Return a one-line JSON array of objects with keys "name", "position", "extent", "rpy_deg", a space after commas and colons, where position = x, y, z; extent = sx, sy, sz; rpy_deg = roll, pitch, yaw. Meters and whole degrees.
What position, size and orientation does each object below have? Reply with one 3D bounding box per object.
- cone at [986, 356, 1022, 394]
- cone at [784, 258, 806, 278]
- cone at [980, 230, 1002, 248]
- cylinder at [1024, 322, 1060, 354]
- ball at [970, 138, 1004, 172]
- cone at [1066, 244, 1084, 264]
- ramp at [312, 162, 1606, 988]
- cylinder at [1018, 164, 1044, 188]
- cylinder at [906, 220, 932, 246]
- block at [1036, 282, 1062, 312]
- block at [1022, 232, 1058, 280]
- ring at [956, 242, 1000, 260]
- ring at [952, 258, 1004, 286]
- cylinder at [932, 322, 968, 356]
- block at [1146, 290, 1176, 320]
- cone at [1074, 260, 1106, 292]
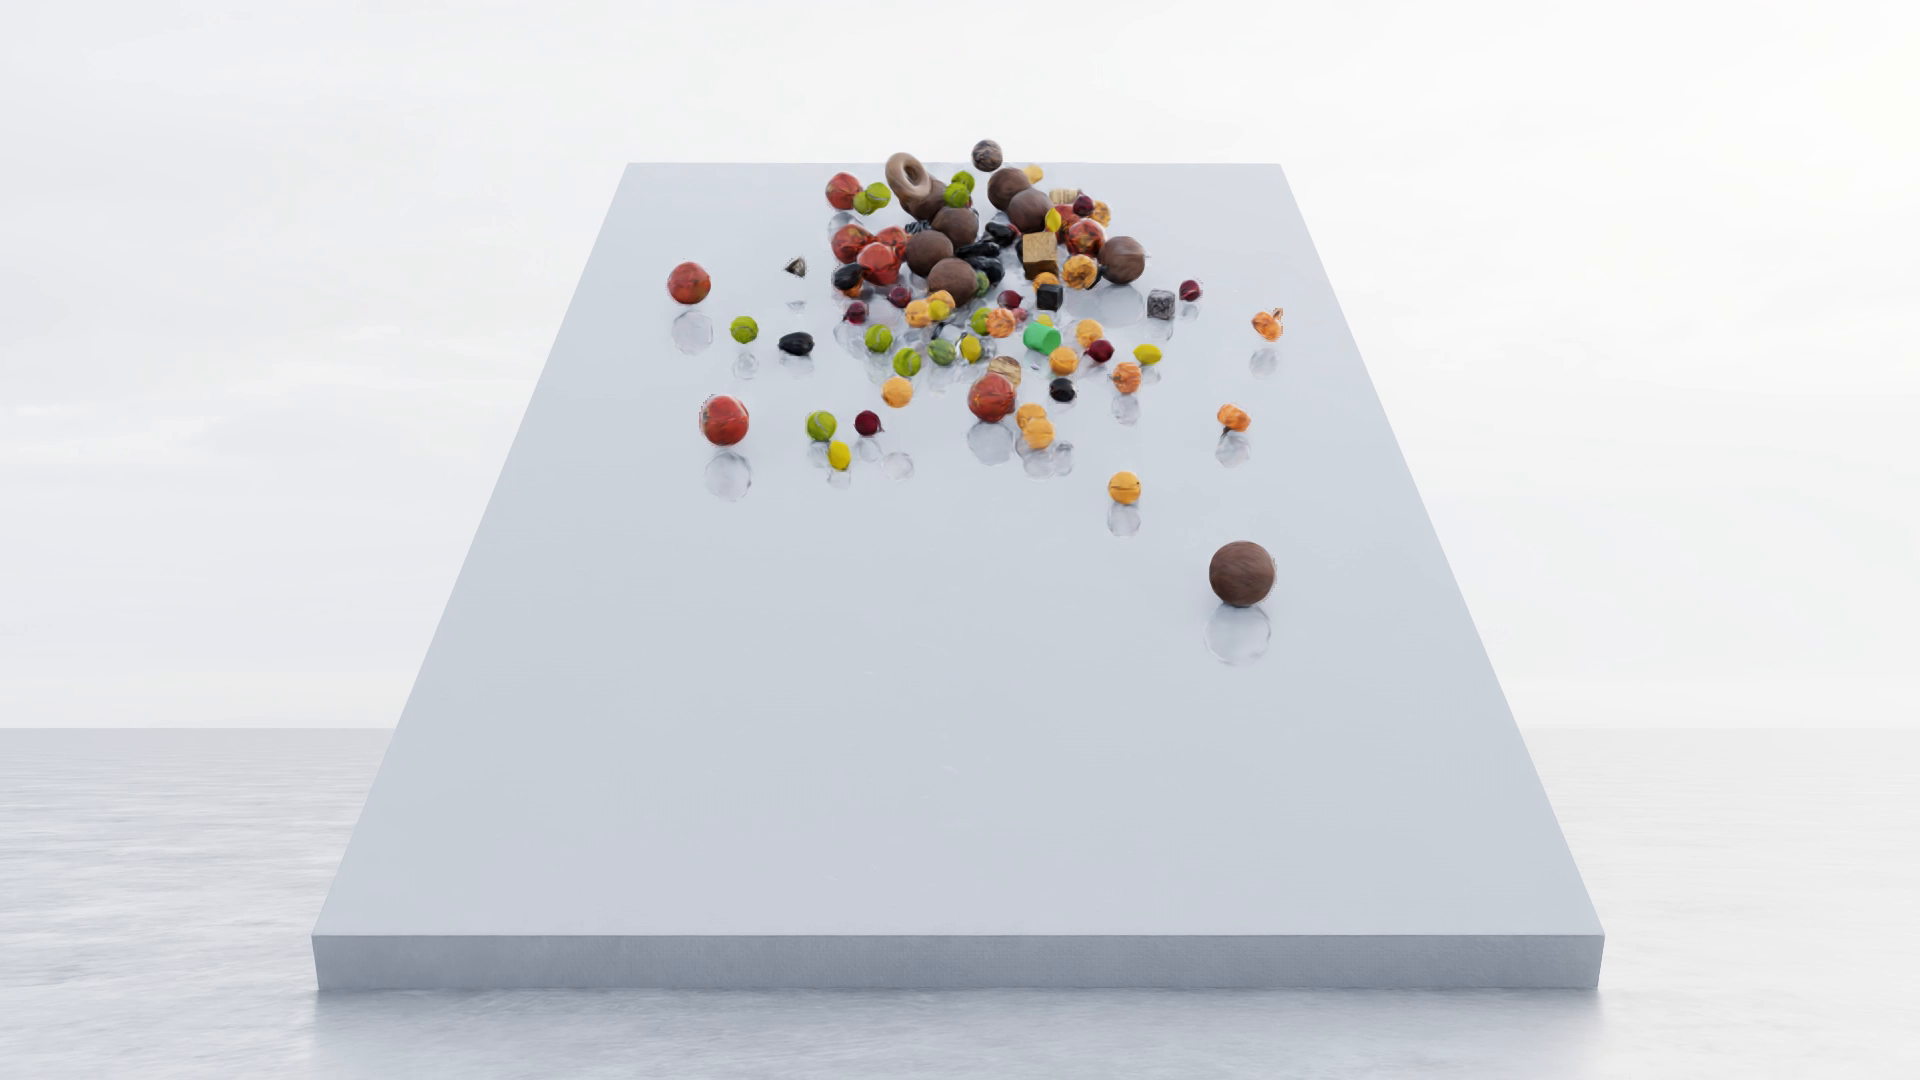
[{"name": "cone", "position": [0.091, -0.391, 5.631], "extent": [0.090, 0.090, 0.090], "rpy_deg": [1, -1, -17]}, {"name": "cone", "position": [-0.442, -0.716, 6.216], "extent": [0.054, 0.054, 0.054], "rpy_deg": [-5, -6, 24]}, {"name": "cone", "position": [0.073, -0.822, 6.445], "extent": [0.070, 0.070, 0.070], "rpy_deg": [-6, -37, -5]}, {"name": "cylinder", "position": [0.202, -0.497, 5.820], "extent": [0.066, 0.066, 0.066], "rpy_deg": [25, 13, 40]}, {"name": "ball", "position": [0.077, -1.089, 6.683], "extent": [0.094, 0.094, 0.094], "rpy_deg": [0, -4, 0]}, {"name": "cone", "position": [0.311, -0.785, 6.424], "extent": [0.050, 0.050, 0.050], "rpy_deg": [0, 26, 0]}, {"name": "ramp", "position": [-0.010, -0.228, 5.461], "extent": [2.000, 0.100, 4.000], "rpy_deg": [0, 26, 0]}, {"name": "cylinder", "position": [0.210, -1.085, 7.017], "extent": [0.053, 0.053, 0.053], "rpy_deg": [-33, 10, -24]}, {"name": "cylinder", "position": [-0.116, -0.849, 6.525], "extent": [0.060, 0.060, 0.060], "rpy_deg": [-10, -6, 9]}, {"name": "block", "position": [0.232, -0.628, 6.099], "extent": [0.054, 0.054, 0.054], "rpy_deg": [8, 27, 15]}, {"name": "block", "position": [0.211, -0.745, 6.189], "extent": [0.087, 0.087, 0.087], "rpy_deg": [-3, -25, 5]}, {"name": "ring", "position": [0.050, -0.776, 6.371], "extent": [0.122, 0.041, 0.122], "rpy_deg": [-7, -2, 0]}, {"name": "ring", "position": [0.048, -0.714, 6.282], "extent": [0.143, 0.048, 0.143], "rpy_deg": [1, 27, 0]}, {"name": "cylinder", "position": [-0.026, -0.495, 5.793], "extent": [0.064, 0.064, 0.064], "rpy_deg": [27, 7, 23]}, {"name": "block", "position": [0.515, -0.603, 6.046], "extent": [0.058, 0.058, 0.058], "rpy_deg": [9, 28, 18]}, {"name": "cone", "position": [0.326, -0.708, 6.166], "extent": [0.082, 0.082, 0.082], "rpy_deg": [38, -16, -14]}]
